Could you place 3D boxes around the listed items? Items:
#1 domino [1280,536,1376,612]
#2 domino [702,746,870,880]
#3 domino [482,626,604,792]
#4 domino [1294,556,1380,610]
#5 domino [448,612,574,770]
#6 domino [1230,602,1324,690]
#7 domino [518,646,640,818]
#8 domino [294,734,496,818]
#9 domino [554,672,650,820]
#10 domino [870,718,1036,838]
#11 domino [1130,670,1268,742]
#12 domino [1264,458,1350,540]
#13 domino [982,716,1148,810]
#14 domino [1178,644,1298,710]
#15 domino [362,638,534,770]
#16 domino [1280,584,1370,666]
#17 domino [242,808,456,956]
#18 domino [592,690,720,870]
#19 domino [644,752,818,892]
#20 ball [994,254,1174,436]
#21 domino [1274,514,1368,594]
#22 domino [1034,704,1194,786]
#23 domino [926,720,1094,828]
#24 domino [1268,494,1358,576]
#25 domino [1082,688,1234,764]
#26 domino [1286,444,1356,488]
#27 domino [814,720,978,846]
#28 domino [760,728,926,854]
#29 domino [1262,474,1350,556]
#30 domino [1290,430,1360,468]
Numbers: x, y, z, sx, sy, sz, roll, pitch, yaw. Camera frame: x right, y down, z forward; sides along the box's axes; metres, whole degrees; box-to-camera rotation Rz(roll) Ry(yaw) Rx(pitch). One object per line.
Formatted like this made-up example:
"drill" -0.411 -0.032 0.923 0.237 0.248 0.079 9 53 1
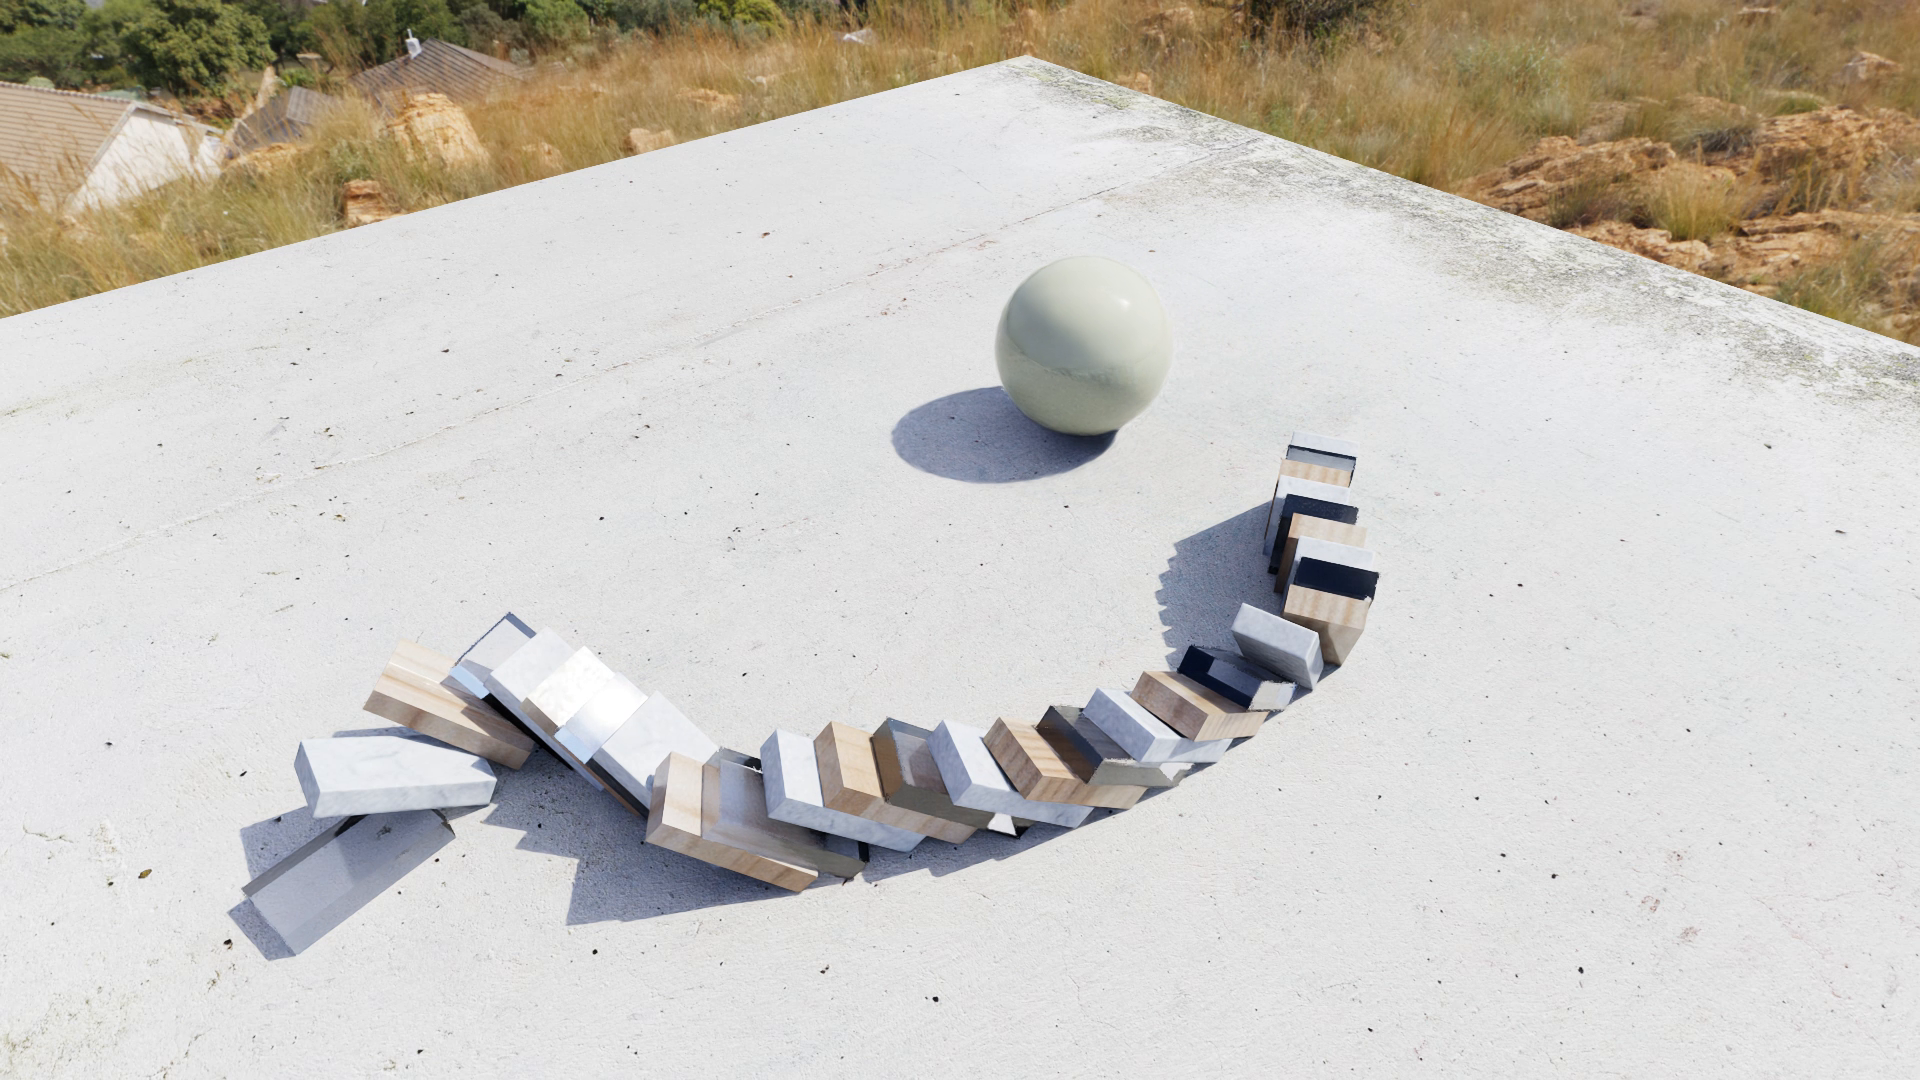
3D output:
"domino" 0.130 0.015 0.394 0.025 0.050 0.009 13 69 15
"domino" -0.051 0.080 0.322 0.050 0.009 0.025 26 32 -30
"domino" -0.125 0.054 0.354 0.050 0.010 0.025 44 44 -5
"domino" 0.128 0.022 0.385 0.025 0.050 0.010 13 69 15
"domino" -0.138 0.049 0.361 0.050 0.010 0.025 42 44 -8
"domino" 0.108 0.037 0.370 0.025 0.050 0.009 23 81 26
"domino" -0.110 0.060 0.347 0.050 0.010 0.025 45 45 -5
"domino" -0.172 0.071 0.336 0.050 0.010 0.025 7 23 -46
"domino" -0.097 0.067 0.339 0.050 0.010 0.025 44 46 -5
"domino" -0.002 0.072 0.333 0.050 0.010 0.025 24 28 -31
"domino" 0.078 0.053 0.357 0.025 0.009 0.050 34 14 34
"domino" 0.134 -0.013 0.428 0.025 0.050 0.009 13 67 15
"domino" 0.033 0.069 0.337 0.050 0.009 0.025 17 24 -42
"domino" 0.093 0.046 0.364 0.025 0.010 0.050 28 7 30
"domino" -0.161 0.053 0.355 0.050 0.009 0.025 30 27 -23
"domino" 0.122 0.030 0.377 0.025 0.050 0.009 13 73 15
"domino" -0.180 0.096 0.327 0.025 0.010 0.050 26 46 28
"domino" -0.083 0.072 0.332 0.050 0.010 0.025 45 46 -7
"domino" -0.065 0.082 0.320 0.050 0.010 0.025 29 31 -27
"ball" 0.055 -0.087 0.494 0.080 0.080 0.080 0 39 0
"domino" 0.131 0.008 0.402 0.025 0.050 0.010 13 67 15
"domino" 0.049 0.064 0.343 0.050 0.009 0.025 14 22 -46
"domino" 0.016 0.071 0.334 0.050 0.009 0.025 21 26 -36
"domino" 0.131 0.001 0.411 0.025 0.050 0.009 13 67 15
"domino" 0.064 0.059 0.349 0.050 0.009 0.025 13 21 -49
"domino" 0.139 -0.019 0.435 0.025 0.050 0.009 13 67 15
"domino" -0.019 0.073 0.331 0.050 0.010 0.025 25 27 -32
"domino" -0.035 0.075 0.328 0.050 0.009 0.025 25 28 -33
"domino" 0.131 -0.006 0.420 0.025 0.050 0.010 13 67 15
"domino" 0.143 -0.025 0.443 0.025 0.050 0.010 13 67 15
